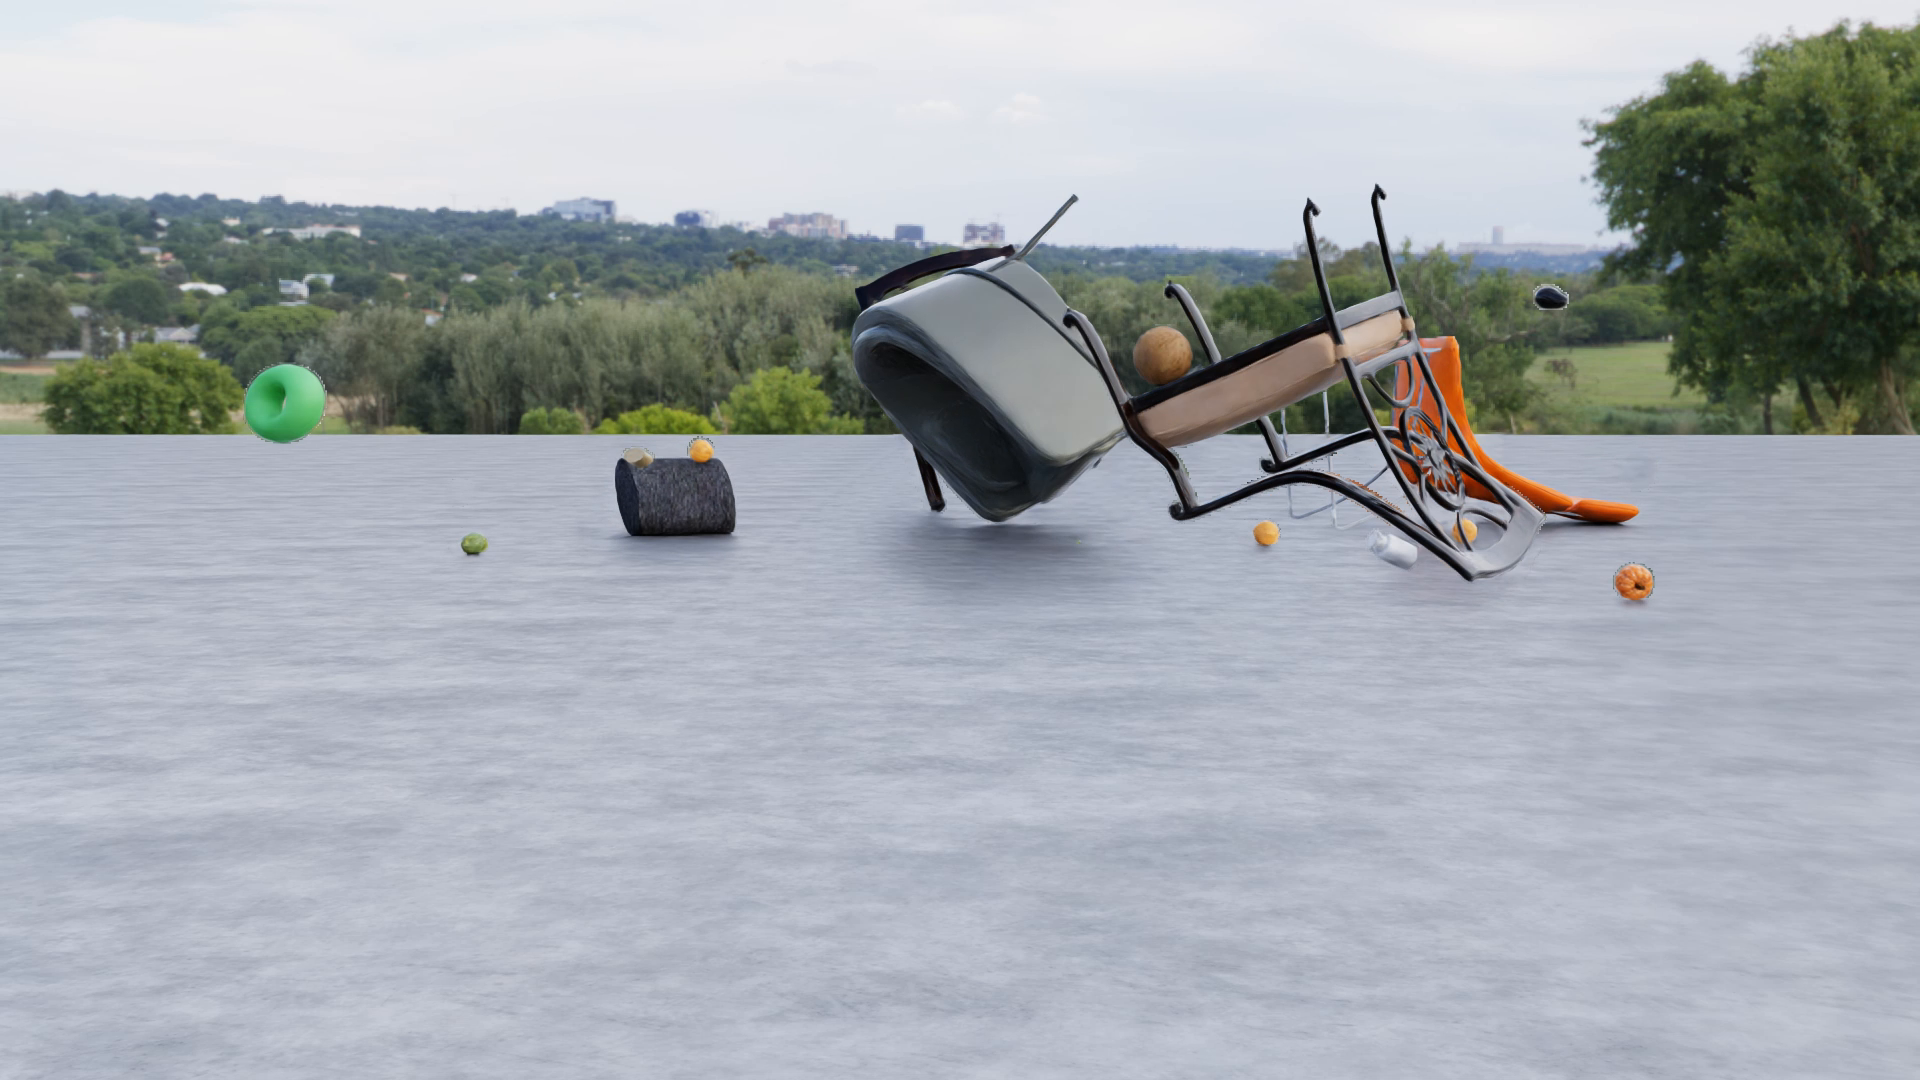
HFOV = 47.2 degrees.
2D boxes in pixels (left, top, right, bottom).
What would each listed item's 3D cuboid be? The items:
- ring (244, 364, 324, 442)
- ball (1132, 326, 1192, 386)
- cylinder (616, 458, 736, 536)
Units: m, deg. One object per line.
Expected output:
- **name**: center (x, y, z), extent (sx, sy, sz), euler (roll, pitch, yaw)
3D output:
- **ring**: center (-1.926, -0.390, 6.267), extent (0.282, 0.220, 0.109), euler (-8, -10, 35)
- **ball**: center (0.466, -0.423, 5.057), extent (0.136, 0.136, 0.136), euler (0, 4, 0)
- **cylinder**: center (-0.886, -0.136, 6.831), extent (0.304, 0.186, 0.320), euler (-2, 37, -23)
